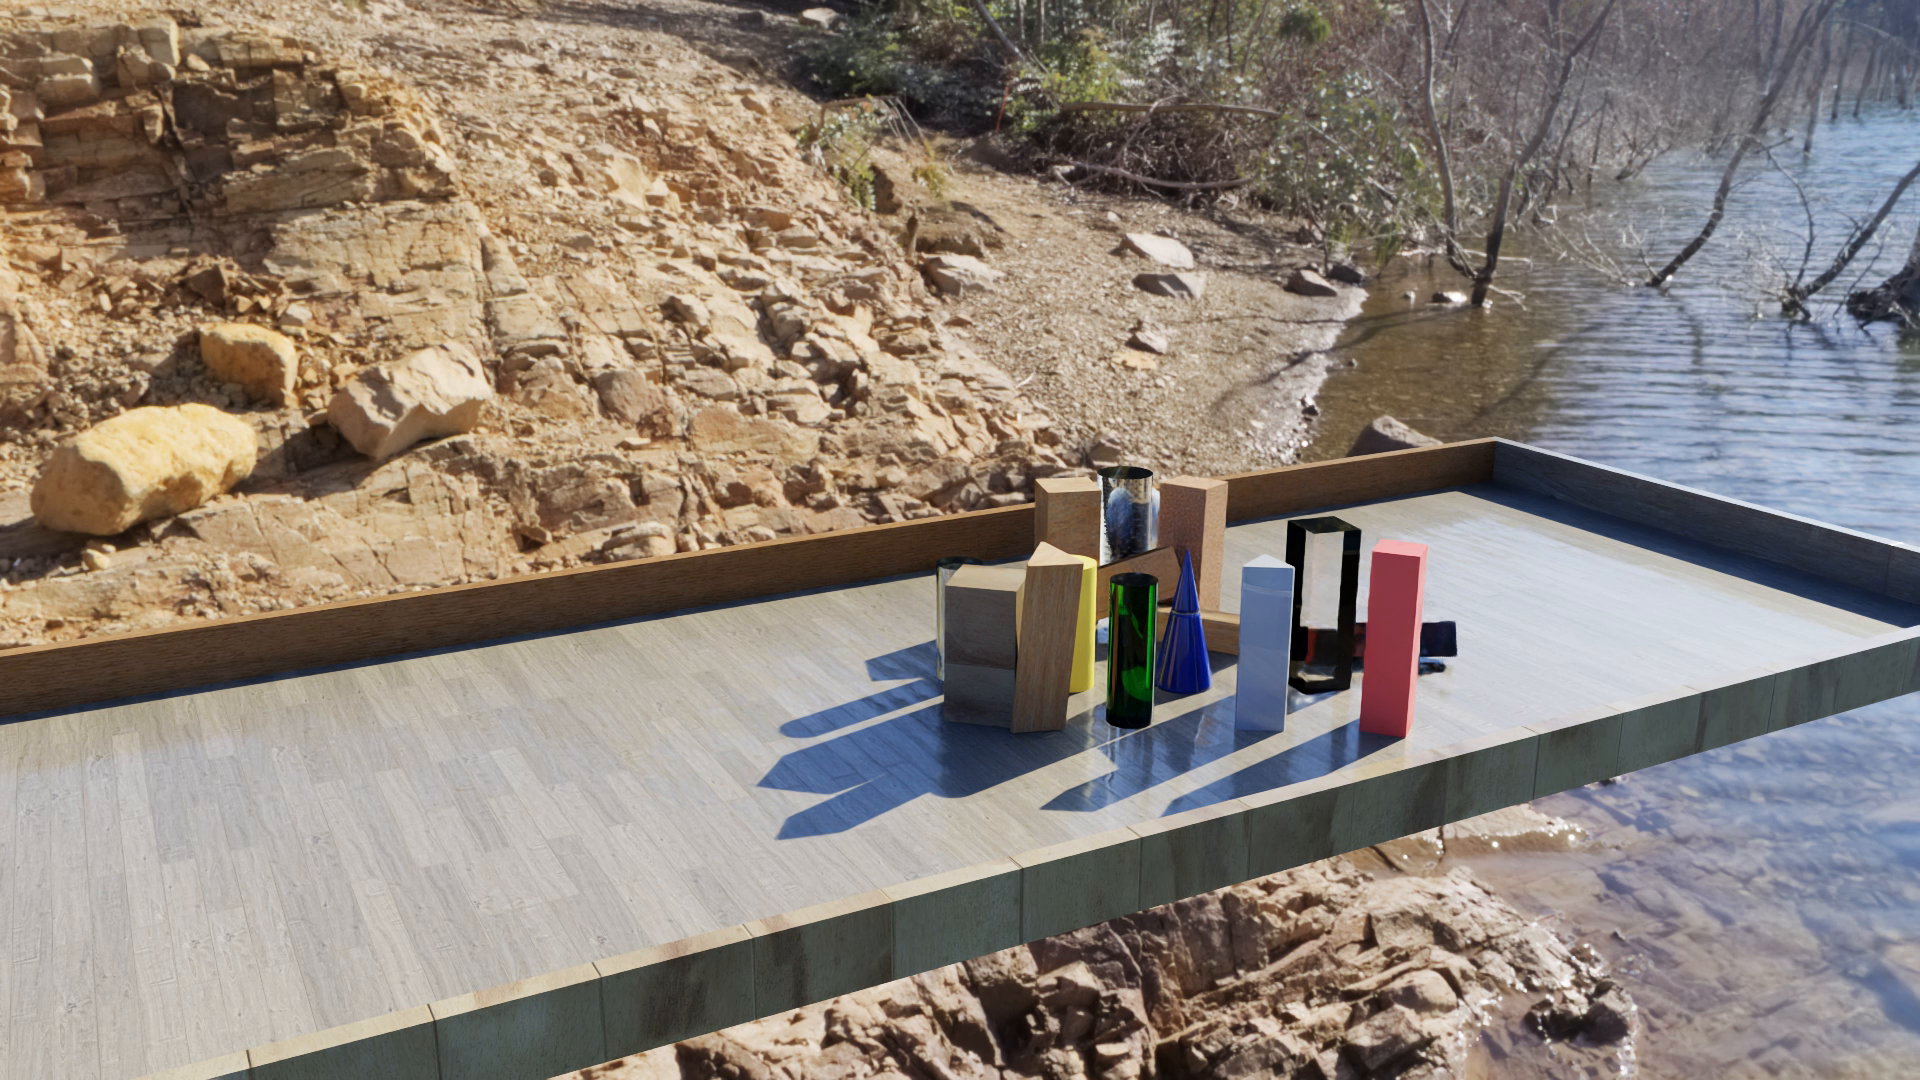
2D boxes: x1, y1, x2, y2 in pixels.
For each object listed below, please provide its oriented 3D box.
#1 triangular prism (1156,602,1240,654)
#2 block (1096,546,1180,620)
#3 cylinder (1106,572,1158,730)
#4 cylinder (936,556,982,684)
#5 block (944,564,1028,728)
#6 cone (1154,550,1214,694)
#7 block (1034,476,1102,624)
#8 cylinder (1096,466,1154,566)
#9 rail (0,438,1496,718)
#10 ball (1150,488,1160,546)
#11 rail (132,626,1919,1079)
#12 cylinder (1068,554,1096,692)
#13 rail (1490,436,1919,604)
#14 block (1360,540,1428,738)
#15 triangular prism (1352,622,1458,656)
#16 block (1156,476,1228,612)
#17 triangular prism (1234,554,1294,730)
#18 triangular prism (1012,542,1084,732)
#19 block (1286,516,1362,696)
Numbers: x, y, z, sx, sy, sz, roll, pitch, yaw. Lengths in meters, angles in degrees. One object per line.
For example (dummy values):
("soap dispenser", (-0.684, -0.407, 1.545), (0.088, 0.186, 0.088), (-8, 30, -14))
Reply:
("triangular prism", (0.624, 0.220, 4.354), (0.301, 0.108, 0.094), (8, -17, 27))
("block", (0.397, 0.136, 4.454), (0.388, 0.129, 0.129), (-17, 1, -10))
("cylinder", (0.402, 0.259, 3.857), (0.112, 0.348, 0.112), (0, 16, 0))
("cylinder", (-0.001, 0.203, 4.125), (0.116, 0.304, 0.116), (0, 16, 0))
("block", (0.066, 0.249, 3.907), (0.169, 0.337, 0.169), (5, 17, 14))
("cone", (0.558, 0.186, 4.082), (0.154, 0.361, 0.154), (0, 16, 0))
("block", (0.296, 0.032, 4.569), (0.149, 0.382, 0.149), (-3, 17, -11))
("cylinder", (0.478, -0.027, 4.828), (0.162, 0.349, 0.162), (0, 16, 0))
("rail", (-3.305, 0.497, 3.399), (12.000, 0.150, 0.050), (-9, 18, -27))
("ball", (0.558, -0.076, 5.235), (0.213, 0.213, 0.213), (0, 16, 0))
("rail", (-2.336, 1.006, 1.665), (12.000, 0.150, 0.050), (-9, 18, -27))
("cylinder", (0.271, 0.207, 4.087), (0.128, 0.317, 0.128), (0, 16, 0))
("rail", (2.466, -0.048, 5.253), (0.050, 0.150, 2.100), (-9, 18, -27))
("block", (1.000, 0.227, 3.807), (0.107, 0.437, 0.107), (7, 18, 23))
("triangular prism", (1.065, 0.252, 4.303), (0.439, 0.078, 0.090), (-1, 16, 9))
("block", (0.639, 0.025, 4.582), (0.138, 0.380, 0.138), (11, 16, 32))
("triangular prism", (0.704, 0.238, 3.839), (0.115, 0.398, 0.100), (2, 16, 5))
("triangular prism", (0.185, 0.223, 3.791), (0.130, 0.436, 0.112), (-2, 27, -14))
("block", (0.888, 0.161, 4.076), (0.129, 0.412, 0.129), (-5, 17, -18))
